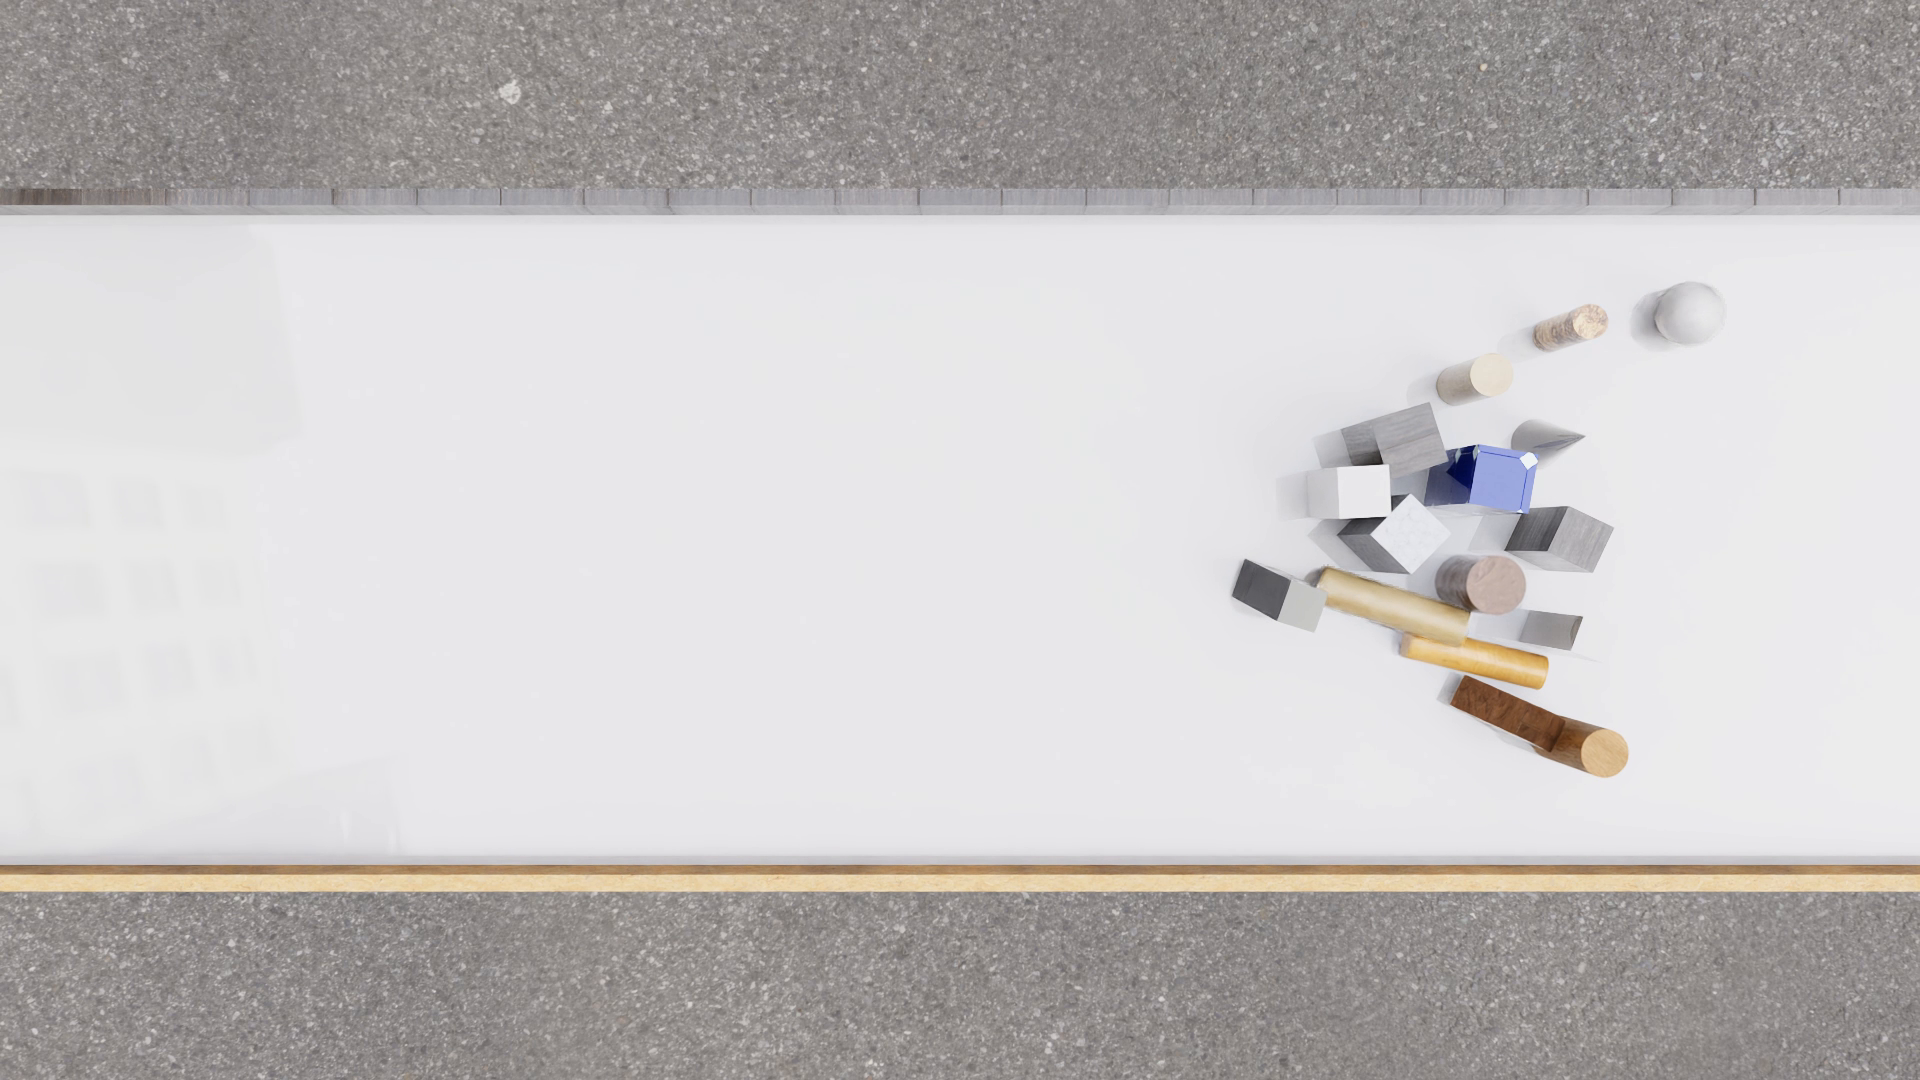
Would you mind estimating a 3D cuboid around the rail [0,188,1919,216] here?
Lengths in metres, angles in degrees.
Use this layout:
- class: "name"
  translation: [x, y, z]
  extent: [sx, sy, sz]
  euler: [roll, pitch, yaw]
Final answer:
- class: "rail"
  translation: [-2.247, -1.025, 5.002]
  extent: [12.000, 0.150, 0.050]
  euler: [0, 90, 0]

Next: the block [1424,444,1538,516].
- class: "block"
  translation: [1.523, -0.171, 4.847]
  extent: [0.169, 0.459, 0.169]
  euler: [10, 90, 0]

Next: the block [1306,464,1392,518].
- class: "block"
  translation: [1.137, -0.140, 4.846]
  extent: [0.144, 0.455, 0.144]
  euler: [-3, 91, 1]

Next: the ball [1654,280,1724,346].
- class: "ball"
  translation: [2.201, -0.685, 4.979]
  extent: [0.194, 0.194, 0.194]
  euler: [0, 90, 0]

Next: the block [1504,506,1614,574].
- class: "block"
  translation: [1.771, -0.001, 4.890]
  extent: [0.144, 0.373, 0.144]
  euler: [25, 90, 0]

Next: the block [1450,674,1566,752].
- class: "block"
  translation: [1.637, 0.518, 4.933]
  extent: [0.301, 0.104, 0.104]
  euler: [27, 90, 45]

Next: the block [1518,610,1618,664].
- class: "block"
  translation: [1.786, 0.282, 4.858]
  extent: [0.104, 0.436, 0.104]
  euler: [20, 90, 0]

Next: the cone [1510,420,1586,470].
- class: "cone"
  translation: [1.773, -0.294, 4.871]
  extent: [0.156, 0.410, 0.156]
  euler: [0, 90, 0]

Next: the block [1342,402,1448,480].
- class: "block"
  translation: [1.280, -0.283, 4.882]
  extent: [0.178, 0.387, 0.178]
  euler: [-18, 90, 1]

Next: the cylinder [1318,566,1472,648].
- class: "cylinder"
  translation: [1.298, 0.201, 4.965]
  extent: [0.446, 0.117, 0.117]
  euler: [18, 90, 14]

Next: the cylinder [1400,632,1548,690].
- class: "cylinder"
  translation: [1.566, 0.355, 5.023]
  extent: [0.423, 0.107, 0.107]
  euler: [14, 90, 0]

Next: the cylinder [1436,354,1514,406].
- class: "cylinder"
  translation: [1.528, -0.474, 4.906]
  extent: [0.125, 0.341, 0.125]
  euler: [0, 90, 0]

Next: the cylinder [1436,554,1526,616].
- class: "cylinder"
  translation: [1.548, 0.131, 4.918]
  extent: [0.173, 0.317, 0.173]
  euler: [0, 90, 0]

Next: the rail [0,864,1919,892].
- class: "rail"
  translation: [-2.247, 1.025, 5.001]
  extent: [12.000, 0.150, 0.050]
  euler: [0, 90, 0]

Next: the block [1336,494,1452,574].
- class: "block"
  translation: [1.272, -0.017, 4.864]
  extent: [0.162, 0.425, 0.162]
  euler: [44, 90, 0]

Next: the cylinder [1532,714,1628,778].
- class: "cylinder"
  translation: [1.829, 0.606, 4.885]
  extent: [0.139, 0.377, 0.139]
  euler: [0, 91, -2]

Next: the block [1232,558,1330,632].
- class: "block"
  translation: [0.945, 0.162, 4.887]
  extent: [0.124, 0.349, 0.124]
  euler: [17, 96, -15]

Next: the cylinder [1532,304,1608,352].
- class: "cylinder"
  translation: [1.813, -0.629, 4.909]
  extent: [0.102, 0.335, 0.102]
  euler: [0, 90, 0]
